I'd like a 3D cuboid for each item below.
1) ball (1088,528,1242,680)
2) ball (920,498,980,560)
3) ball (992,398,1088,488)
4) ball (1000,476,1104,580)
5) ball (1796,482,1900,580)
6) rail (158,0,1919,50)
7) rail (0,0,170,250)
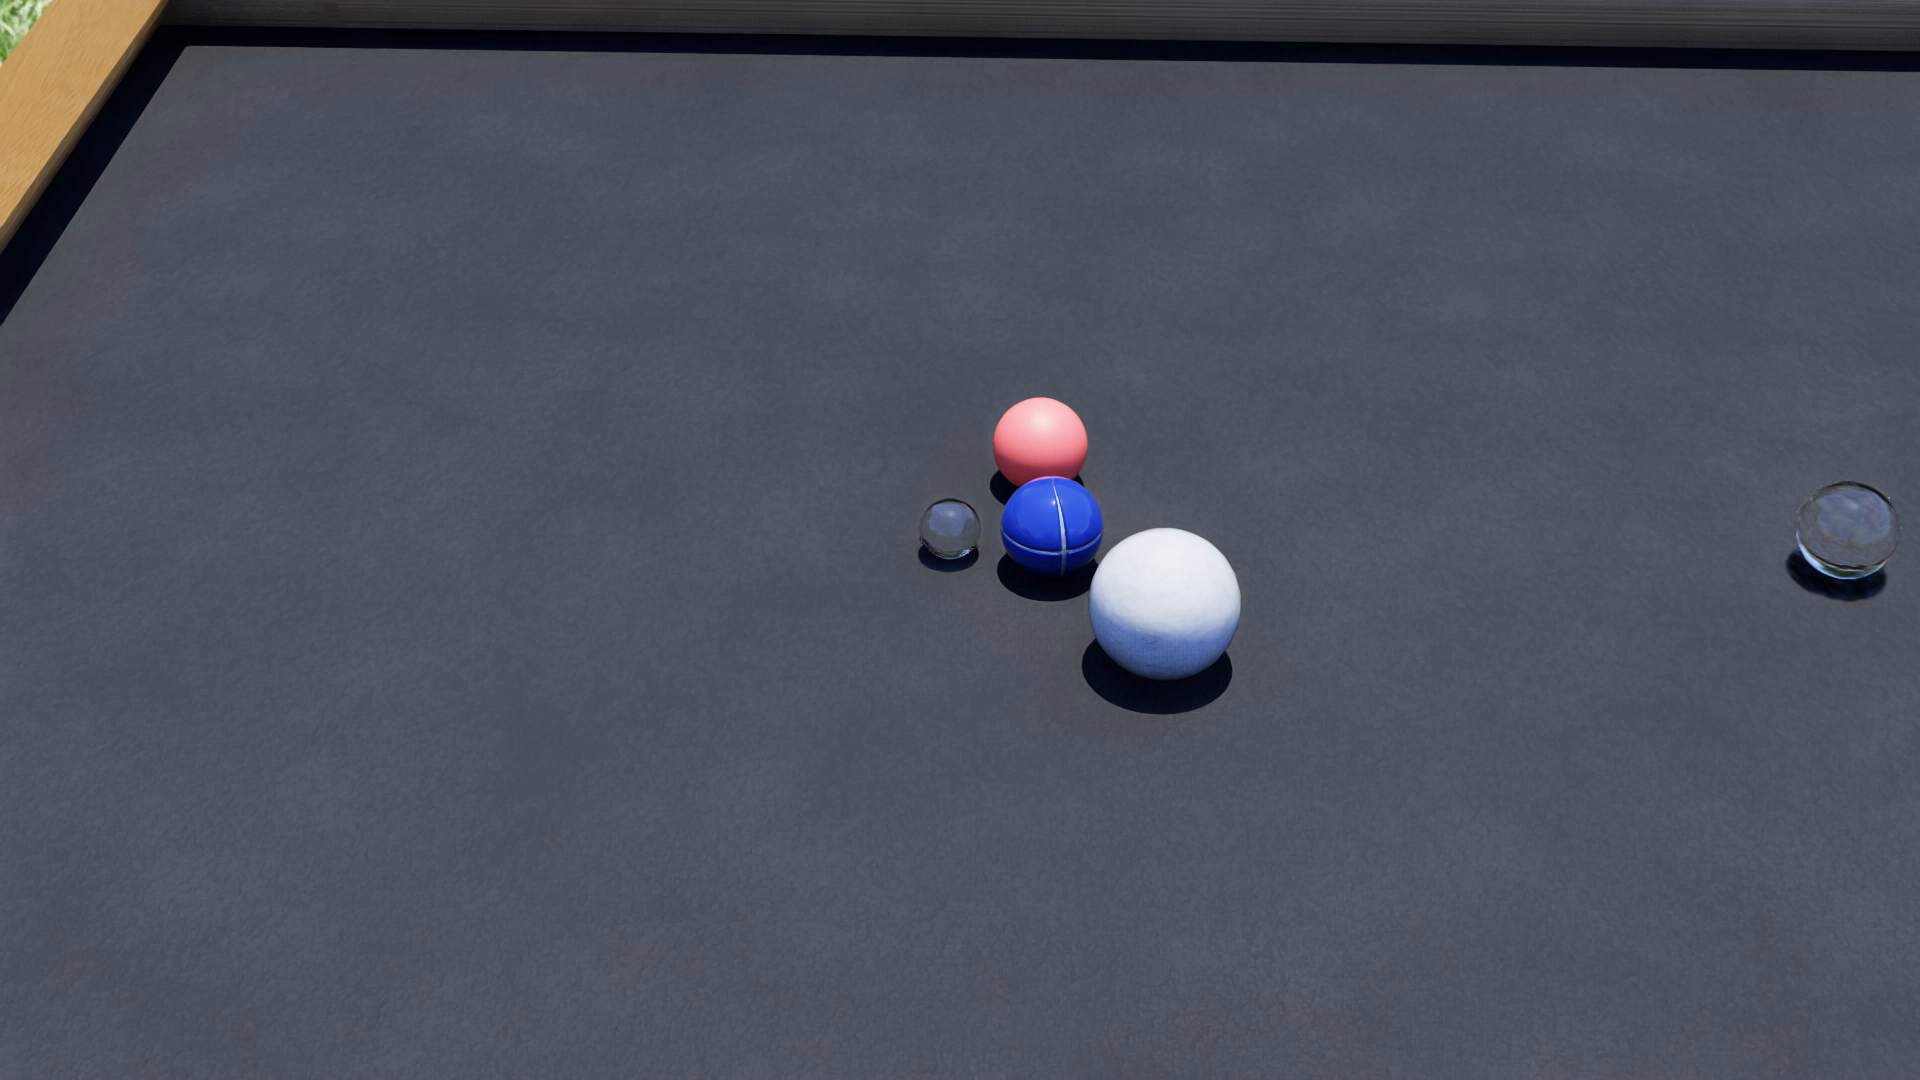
[{"bbox_3d":[0.133,0.042,1.672,0.100,0.100,0.100,0,36,0],"label":"ball"},{"bbox_3d":[-0.007,-0.008,1.791,0.043,0.043,0.043,0,36,0],"label":"ball"},{"bbox_3d":[0.058,-0.068,1.853,0.069,0.069,0.069,0,36,0],"label":"ball"},{"bbox_3d":[0.063,-0.009,1.768,0.071,0.071,0.071,0,36,0],"label":"ball"},{"bbox_3d":[0.612,-0.006,1.768,0.068,0.068,0.068,0,36,0],"label":"ball"},{"bbox_3d":[0.854,-0.515,2.425,3.293,0.130,0.045,1,36,2],"label":"rail"},{"bbox_3d":[-0.799,-0.041,1.761,0.045,0.130,1.795,1,36,2],"label":"rail"}]
